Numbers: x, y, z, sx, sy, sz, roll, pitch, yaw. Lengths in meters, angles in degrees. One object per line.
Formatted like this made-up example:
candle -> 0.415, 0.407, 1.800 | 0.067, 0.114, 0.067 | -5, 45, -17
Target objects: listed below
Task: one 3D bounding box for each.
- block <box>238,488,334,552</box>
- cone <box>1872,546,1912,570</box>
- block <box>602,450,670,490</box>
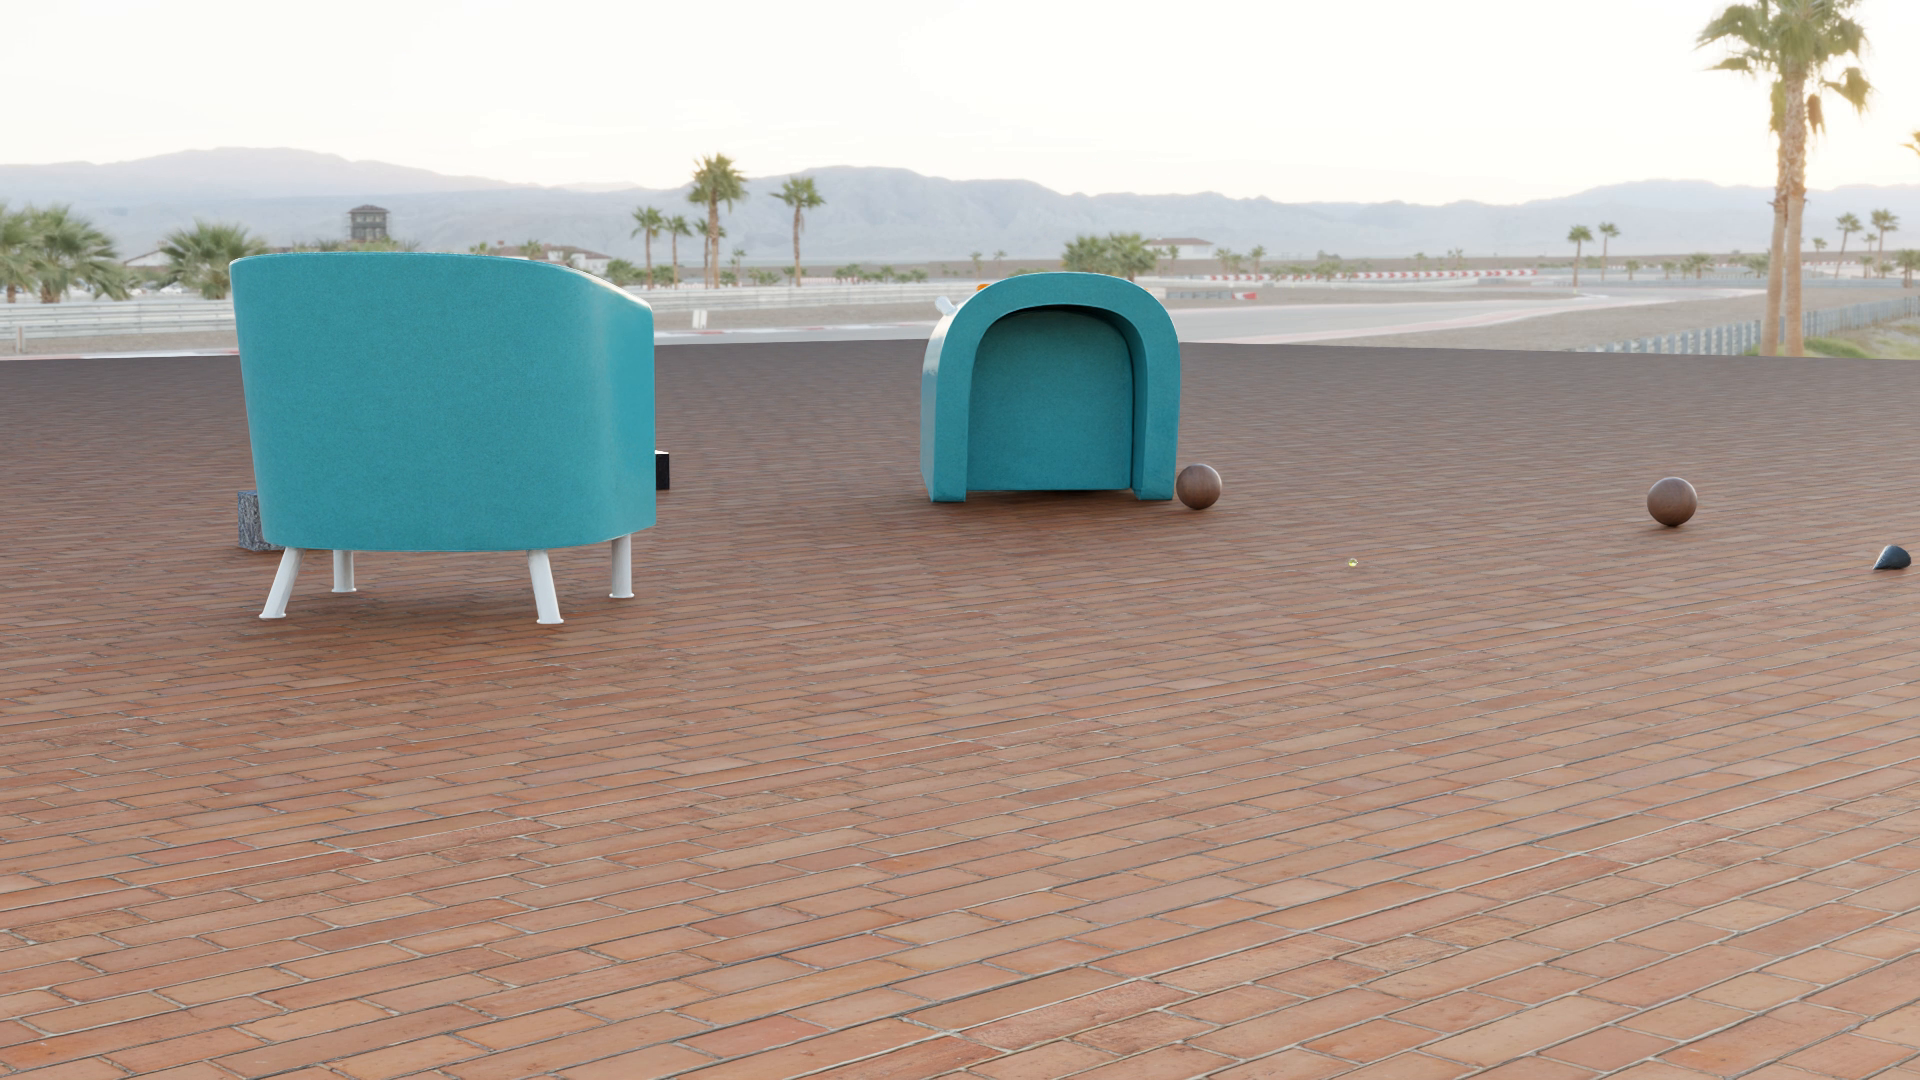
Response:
block -> -1.643, -0.051, 6.250 | 0.192, 0.135, 0.132 | -4, 7, -32
cone -> 2.084, 0.052, 5.781 | 0.080, 0.053, 0.079 | -23, 21, -24
block -> -1.013, -0.219, 7.996 | 0.153, 0.111, 0.209 | -3, 6, -25
